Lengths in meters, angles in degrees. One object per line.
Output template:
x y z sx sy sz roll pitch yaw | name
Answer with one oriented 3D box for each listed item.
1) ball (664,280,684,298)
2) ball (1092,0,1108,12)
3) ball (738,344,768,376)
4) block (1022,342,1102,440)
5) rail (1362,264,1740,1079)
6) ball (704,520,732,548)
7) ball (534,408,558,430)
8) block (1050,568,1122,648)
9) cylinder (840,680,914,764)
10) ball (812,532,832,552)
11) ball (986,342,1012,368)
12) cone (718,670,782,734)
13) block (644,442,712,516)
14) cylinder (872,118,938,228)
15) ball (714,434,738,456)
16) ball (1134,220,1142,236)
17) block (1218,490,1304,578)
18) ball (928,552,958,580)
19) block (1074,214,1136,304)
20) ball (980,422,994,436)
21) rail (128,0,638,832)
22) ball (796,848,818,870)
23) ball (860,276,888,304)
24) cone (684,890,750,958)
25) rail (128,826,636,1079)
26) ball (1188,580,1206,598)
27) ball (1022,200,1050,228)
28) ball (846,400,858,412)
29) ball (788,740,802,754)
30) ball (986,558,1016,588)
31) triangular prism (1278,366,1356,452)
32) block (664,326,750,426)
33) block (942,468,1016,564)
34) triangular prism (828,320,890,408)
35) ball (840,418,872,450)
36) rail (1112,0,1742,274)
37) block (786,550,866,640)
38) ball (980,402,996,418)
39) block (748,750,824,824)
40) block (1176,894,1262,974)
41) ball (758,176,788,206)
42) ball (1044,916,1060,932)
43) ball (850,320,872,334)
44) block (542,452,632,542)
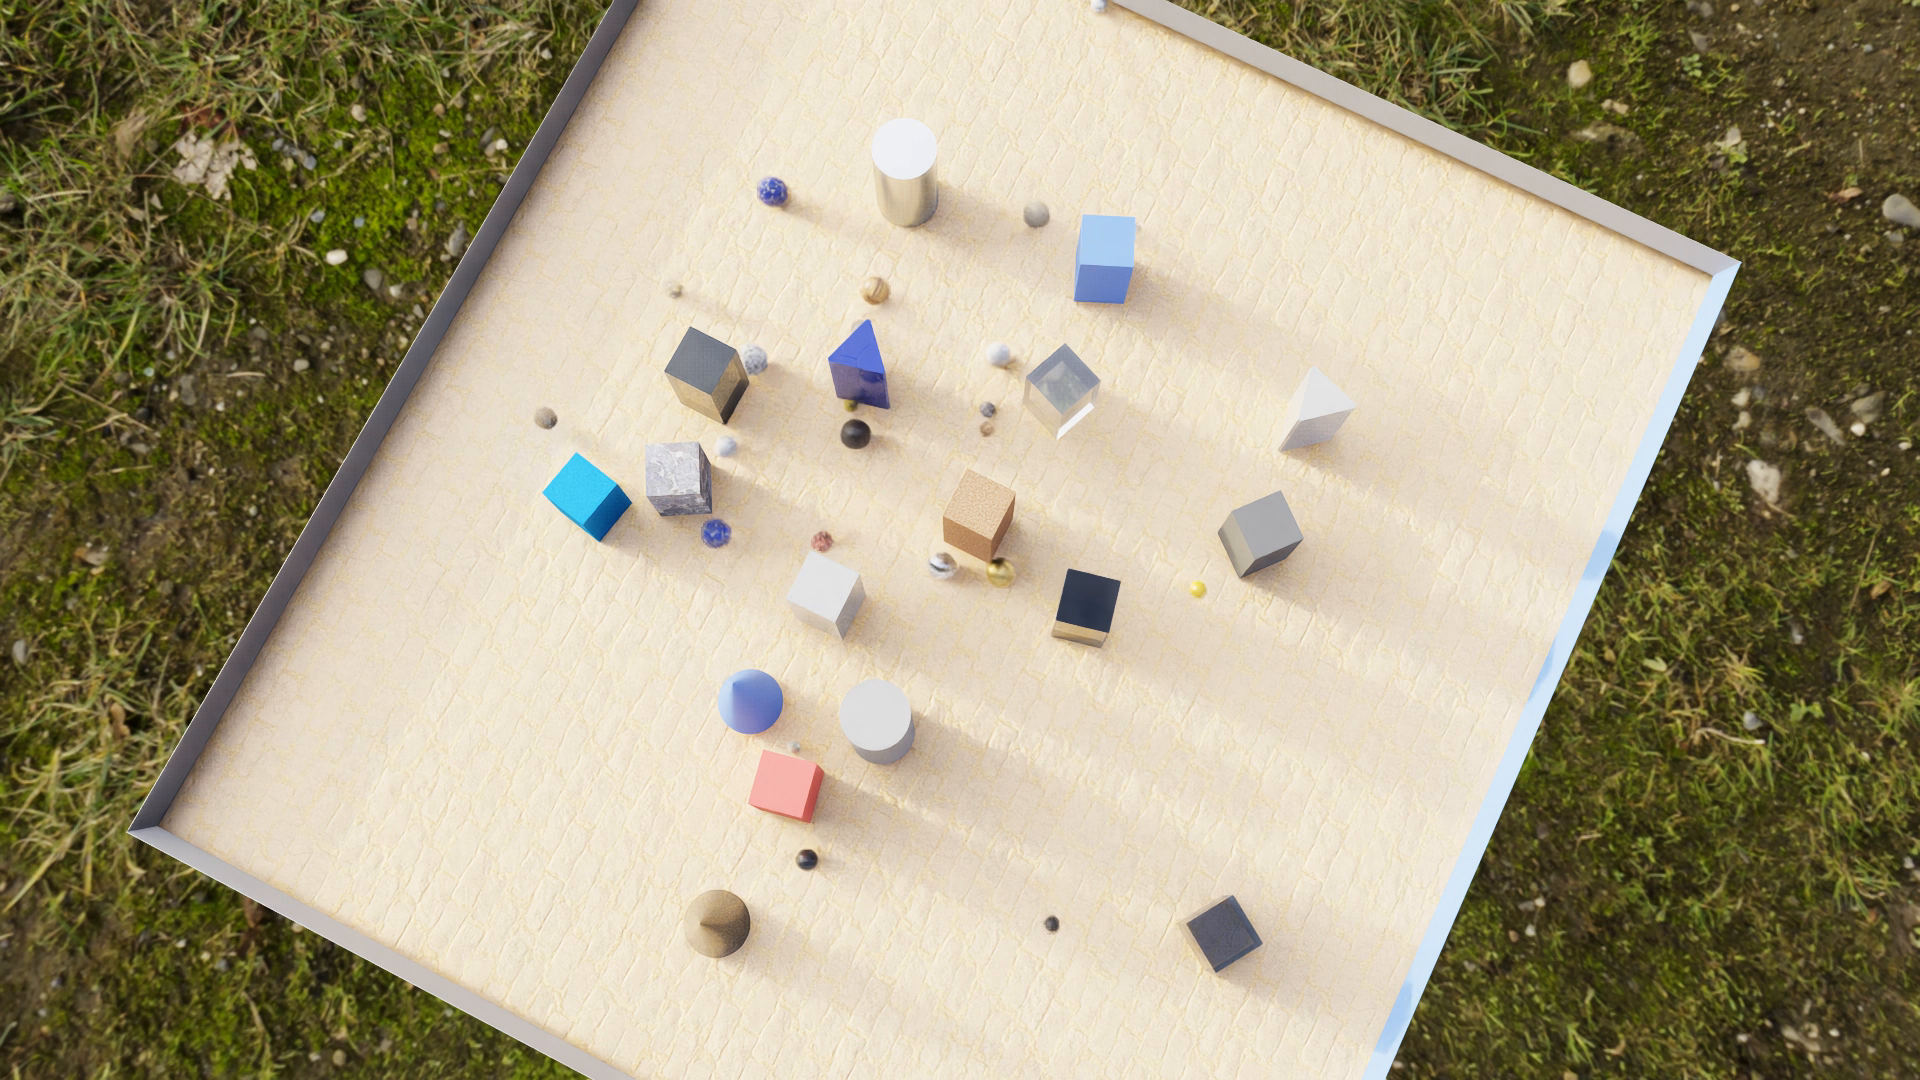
-0.897 -0.786 5.749 0.059 0.059 0.059 0 78 0 | ball
0.452 -1.740 5.950 0.053 0.053 0.053 0 78 0 | ball
-0.645 -0.558 5.682 0.099 0.099 0.099 0 78 0 | ball
0.306 -0.448 5.562 0.158 0.289 0.158 -41 81 -8 | block
1.563 0.772 5.390 0.045 0.128 3.719 26 80 5 | rail
-0.737 -0.020 5.577 0.087 0.087 0.087 0 78 0 | ball
-1.278 -0.374 5.659 0.068 0.068 0.068 0 78 0 | ball
0.370 0.205 5.420 0.158 0.302 0.158 14 79 3 | block
-0.234 0.528 5.270 0.197 0.465 0.197 0 78 0 | cylinder
-0.418 0.003 5.585 0.060 0.060 0.060 0 78 0 | ball
0.120 -0.576 5.696 0.078 0.078 0.078 0 78 0 | ball
-0.631 0.442 5.300 0.197 0.441 0.197 0 78 0 | cone
-0.845 -0.182 5.515 0.158 0.273 0.158 -3 78 -1 | block
-0.166 -1.127 5.651 0.197 0.389 0.197 0 78 0 | cylinder
-0.719 -0.291 5.641 0.070 0.070 0.070 0 78 0 | ball
0.551 -0.988 5.796 0.048 0.048 0.048 0 78 0 | ball
0.893 -0.013 5.463 0.158 0.307 0.158 -23 79 -5 | block
-0.052 0.079 5.556 0.086 0.086 0.086 0 78 0 | ball
0.441 -0.859 5.624 0.158 0.333 0.158 3 78 1 | block
0.082 -0.345 5.667 0.041 0.041 0.041 0 78 0 | ball
-1.563 -0.759 5.707 0.045 0.128 3.719 26 80 5 | rail
-0.451 0.939 5.388 0.067 0.067 0.067 0 78 0 | ball
-0.268 -0.780 5.732 0.089 0.089 0.089 0 78 0 | ball
-0.714 1.090 5.204 0.197 0.365 0.197 0 78 0 | cone
-0.821 1.615 5.216 3.543 0.128 0.045 26 80 5 | rail
0.720 0.148 5.559 0.052 0.052 0.052 0 78 0 | ball
0.241 -1.028 5.785 0.087 0.087 0.087 0 78 0 | ball
-0.336 -0.415 5.681 0.041 0.041 0.041 0 78 0 | ball
-0.492 0.619 5.467 0.042 0.042 0.042 0 78 0 | ball
0.124 0.098 5.550 0.091 0.091 0.091 0 78 0 | ball
1.050 -0.402 5.514 0.171 0.363 0.148 -14 79 -3 | triangular prism
-0.762 -0.492 5.544 0.158 0.341 0.158 27 80 5 | block
0.056 -0.067 5.443 0.158 0.366 0.158 26 80 5 | block
-0.285 -0.537 5.532 0.171 0.383 0.148 14 79 3 | triangular prism
-0.321 -0.325 5.635 0.095 0.095 0.095 0 78 0 | ball
0.821 -1.601 5.882 3.543 0.128 0.045 26 80 5 | rail
-0.392 0.167 5.402 0.158 0.353 0.158 25 79 5 | block
0.085 -0.404 5.676 0.048 0.048 0.048 0 78 0 | ball
-0.501 0.717 5.315 0.158 0.300 0.158 14 79 3 | block
0.742 1.129 5.259 0.158 0.243 0.158 -30 80 -6 | block
-0.590 -1.101 5.797 0.094 0.094 0.094 0 78 0 | ball
0.270 1.124 5.360 0.048 0.048 0.048 0 78 0 | ball
-0.308 -0.655 5.717 0.068 0.068 0.068 0 78 0 | ball
-1.119 -0.127 5.514 0.158 0.253 0.158 37 81 7 | block
